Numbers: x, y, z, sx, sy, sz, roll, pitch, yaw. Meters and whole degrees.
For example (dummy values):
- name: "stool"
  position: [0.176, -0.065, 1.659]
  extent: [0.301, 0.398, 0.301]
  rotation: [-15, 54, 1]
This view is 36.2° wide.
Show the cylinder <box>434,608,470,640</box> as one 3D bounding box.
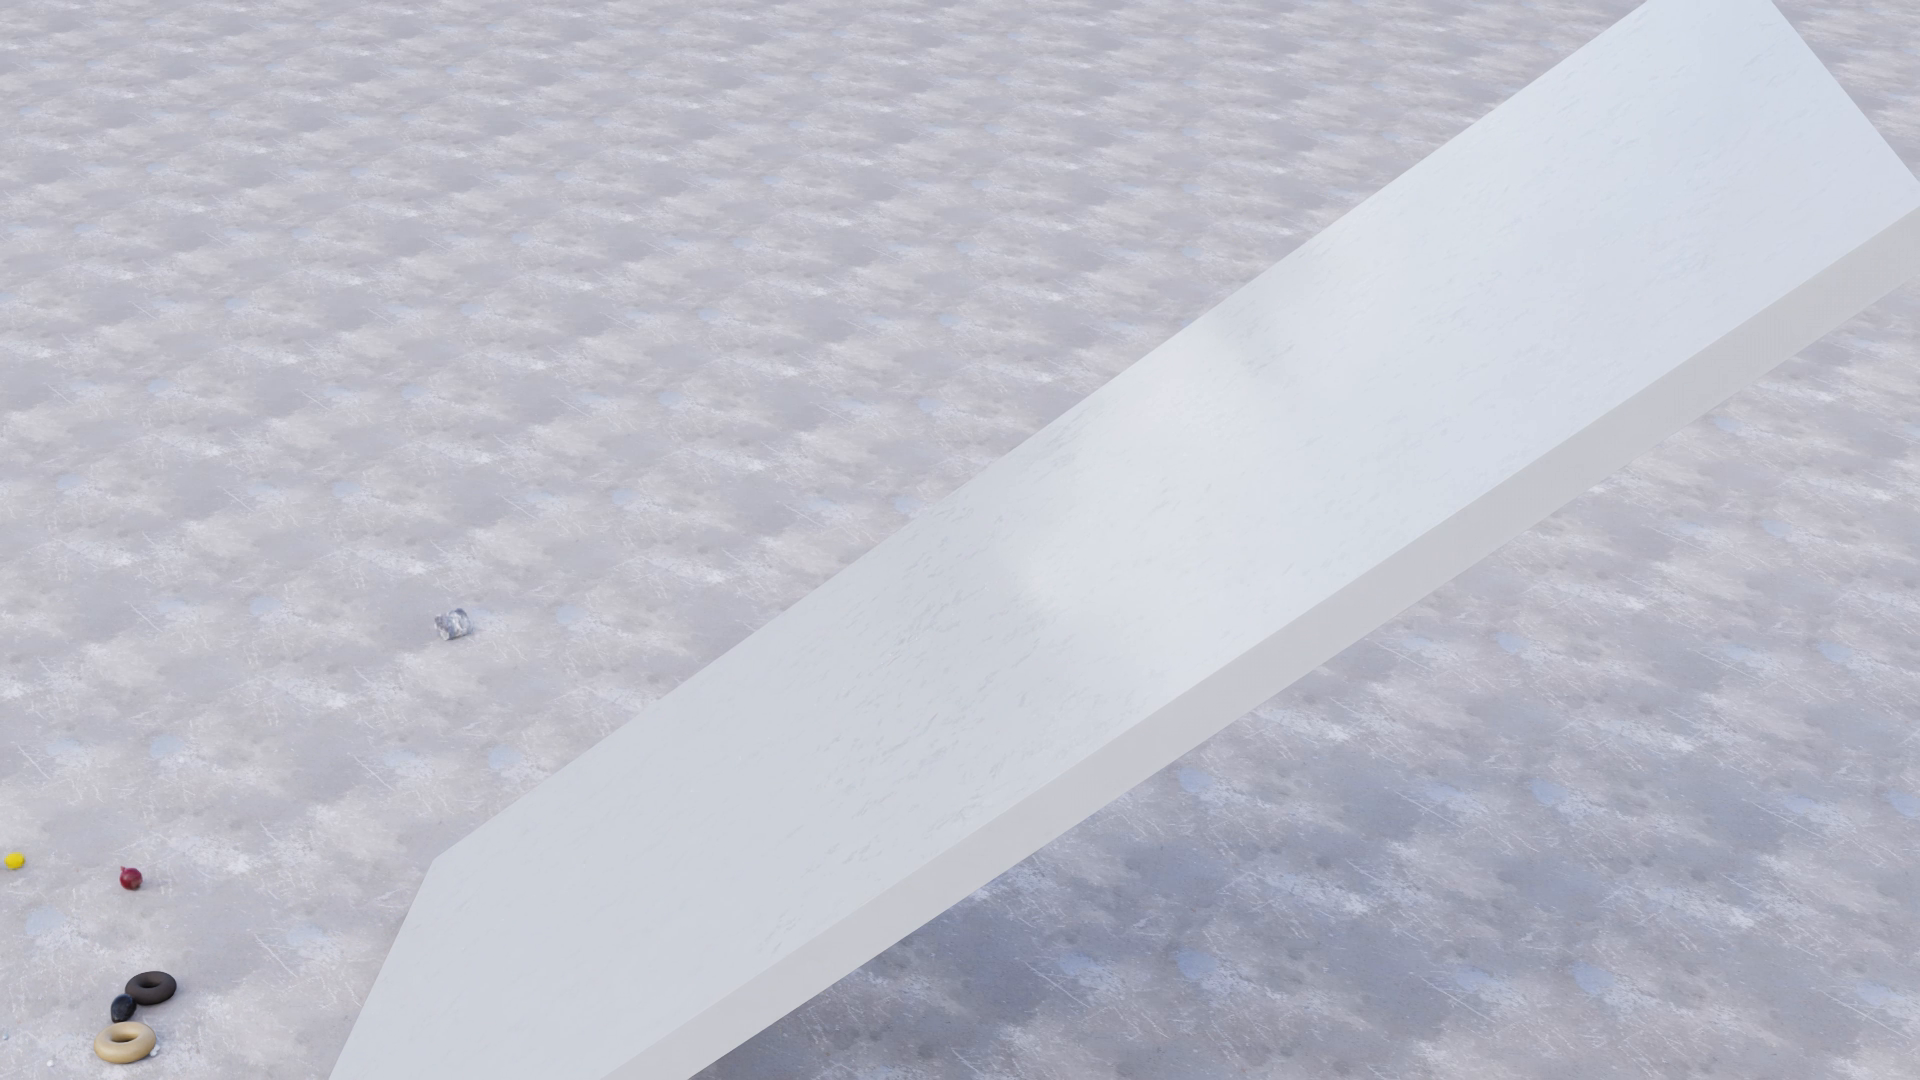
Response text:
- name: "cylinder"
  position: [-1.603, 0.266, 9.289]
  extent: [0.079, 0.079, 0.079]
  rotation: [-20, 30, -38]

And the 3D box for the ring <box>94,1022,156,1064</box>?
- name: "ring"
  position: [-2.018, 1.214, 7.108]
  extent: [0.148, 0.049, 0.148]
  rotation: [0, 22, 0]

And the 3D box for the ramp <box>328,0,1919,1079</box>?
- name: "ramp"
  position: [0.125, 0.182, 6.330]
  extent: [4.000, 0.100, 2.000]
  rotation: [-35, 16, 17]

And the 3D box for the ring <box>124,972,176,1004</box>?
- name: "ring"
  position: [-2.020, 1.118, 7.342]
  extent: [0.125, 0.042, 0.125]
  rotation: [1, 22, 0]
